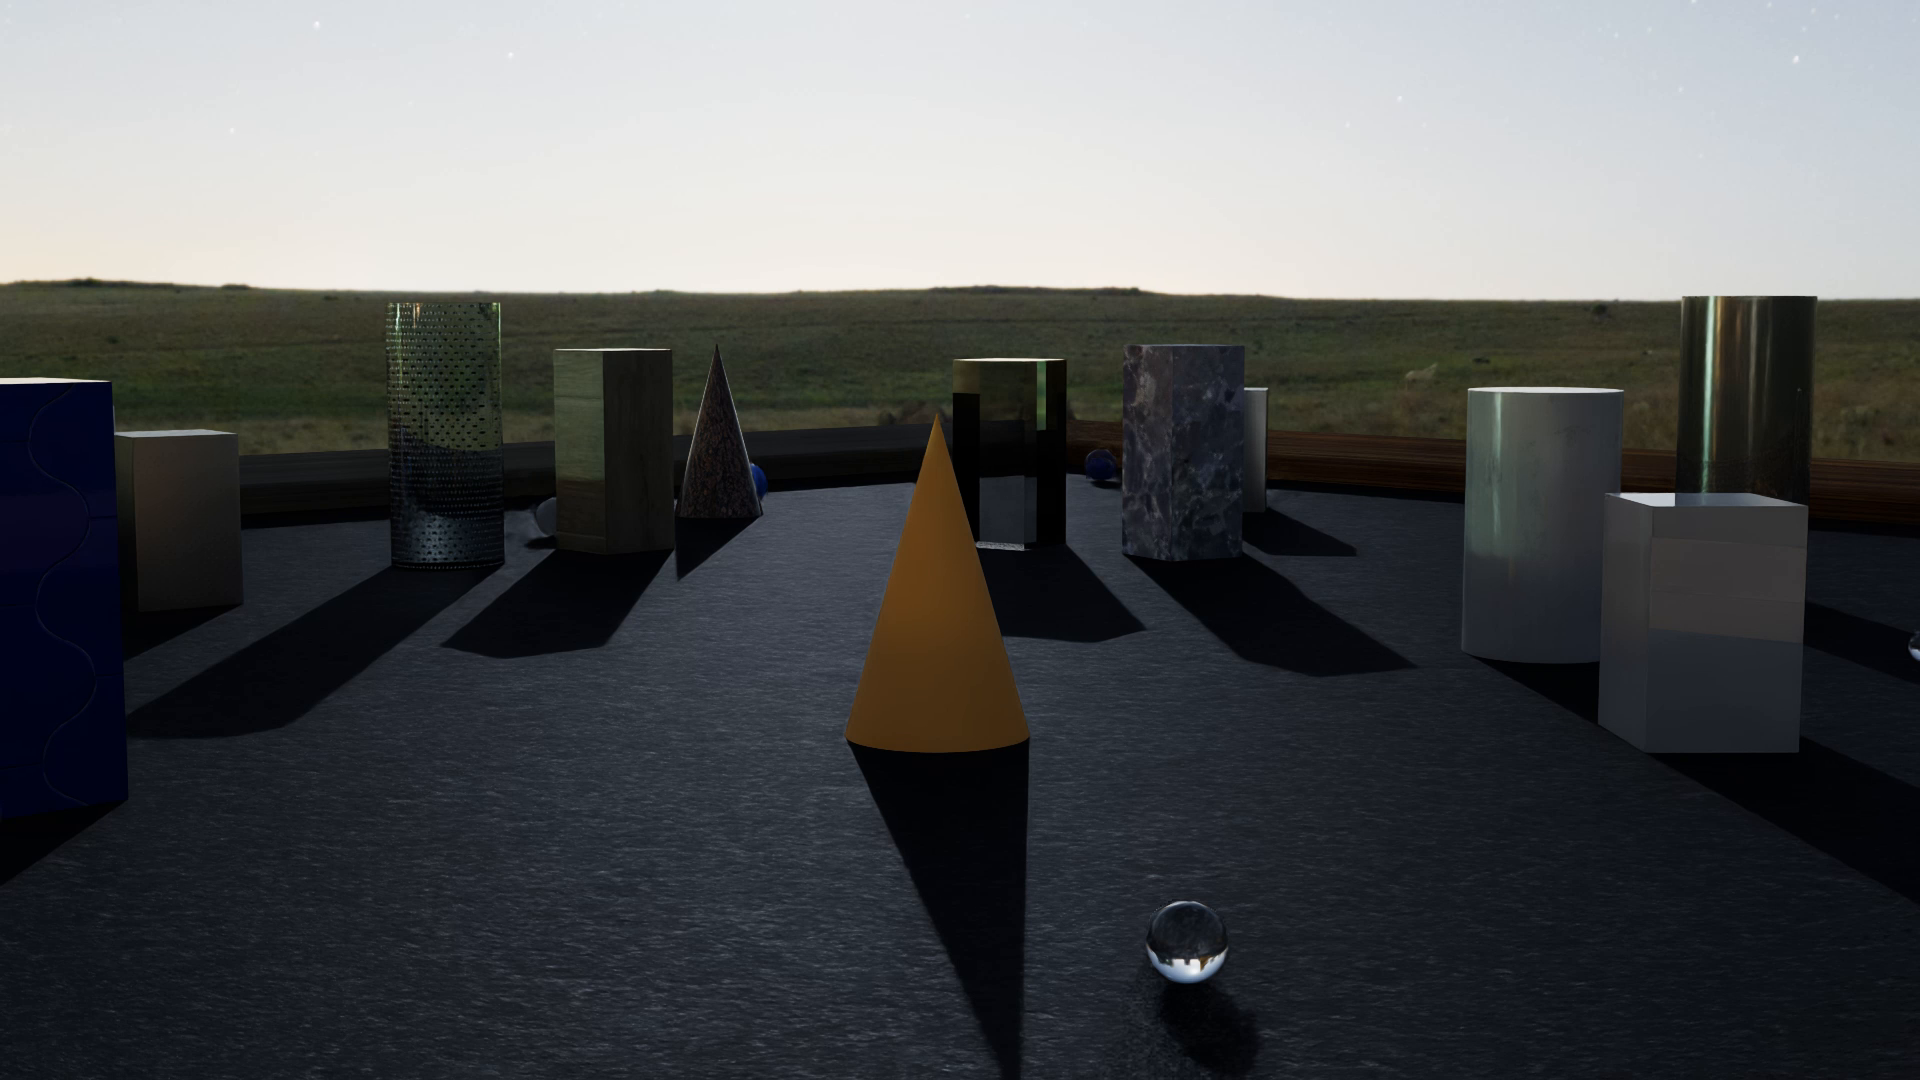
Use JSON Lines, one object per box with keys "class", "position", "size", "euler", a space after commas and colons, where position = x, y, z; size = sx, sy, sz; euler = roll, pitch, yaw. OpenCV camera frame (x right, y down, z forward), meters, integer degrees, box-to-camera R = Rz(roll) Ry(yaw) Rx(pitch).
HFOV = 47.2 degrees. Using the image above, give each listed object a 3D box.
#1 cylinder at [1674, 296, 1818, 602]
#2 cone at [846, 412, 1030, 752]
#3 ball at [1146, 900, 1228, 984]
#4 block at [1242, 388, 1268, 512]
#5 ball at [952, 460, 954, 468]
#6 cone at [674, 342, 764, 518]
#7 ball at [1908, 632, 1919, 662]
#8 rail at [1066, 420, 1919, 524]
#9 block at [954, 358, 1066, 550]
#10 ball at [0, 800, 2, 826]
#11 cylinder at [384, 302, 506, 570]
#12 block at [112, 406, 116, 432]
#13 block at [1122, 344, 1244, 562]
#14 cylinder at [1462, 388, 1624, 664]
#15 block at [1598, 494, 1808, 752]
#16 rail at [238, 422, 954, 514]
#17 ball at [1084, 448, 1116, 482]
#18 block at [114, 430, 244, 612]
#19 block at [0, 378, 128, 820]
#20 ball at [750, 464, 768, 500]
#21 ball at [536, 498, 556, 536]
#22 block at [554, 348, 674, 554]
{"class": "cylinder", "position": [1.199, -0.140, 3.365], "size": [0.195, 0.465, 0.195], "euler": [0, 6, 0]}
{"class": "cone", "position": [-0.024, 0.036, 2.298], "size": [0.195, 0.339, 0.195], "euler": [0, 6, 0]}
{"class": "ball", "position": [0.151, 0.267, 1.458], "size": [0.054, 0.054, 0.054], "euler": [0, 6, 0]}
{"class": "block", "position": [0.607, -0.203, 4.917], "size": [0.156, 0.269, 0.156], "euler": [1, 6, 10]}
{"class": "ball", "position": [0.005, -0.190, 5.800], "size": [0.059, 0.059, 0.059], "euler": [0, 6, 0]}
{"class": "cone", "position": [-0.527, -0.243, 4.783], "size": [0.195, 0.375, 0.195], "euler": [0, 6, 0]}
{"class": "ball", "position": [1.222, 0.135, 2.781], "size": [0.042, 0.042, 0.042], "euler": [0, 6, 0]}
{"class": "rail", "position": [1.668, -0.127, 4.863], "size": [0.045, 0.127, 4.278], "euler": [-5, 8, -42]}
{"class": "block", "position": [0.095, -0.166, 4.164], "size": [0.156, 0.351, 0.156], "euler": [4, 7, 32]}
{"class": "ball", "position": [-0.806, 0.217, 1.730], "size": [0.098, 0.098, 0.098], "euler": [0, 6, 0]}
{"class": "cylinder", "position": [-0.896, -0.184, 3.832], "size": [0.195, 0.456, 0.195], "euler": [0, 6, 0]}
{"class": "block", "position": [-1.482, -0.077, 3.648], "size": [0.156, 0.282, 0.156], "euler": [-2, 6, -20]}
{"class": "block", "position": [0.403, -0.162, 3.985], "size": [0.156, 0.381, 0.156], "euler": [-3, 7, -29]}
{"class": "cylinder", "position": [0.755, -0.024, 2.853], "size": [0.195, 0.341, 0.195], "euler": [0, 6, 0]}
{"class": "block", "position": [0.767, 0.082, 2.282], "size": [0.156, 0.249, 0.156], "euler": [0, 6, -1]}
{"class": "rail", "position": [-1.435, -0.129, 4.878], "size": [4.586, 0.127, 0.045], "euler": [-5, 8, -42]}
{"class": "ball", "position": [0.366, -0.196, 5.729], "size": [0.084, 0.084, 0.084], "euler": [0, 6, 0]}
{"class": "block", "position": [-1.198, -0.033, 3.342], "size": [0.156, 0.258, 0.156], "euler": [-5, 8, -37]}
{"class": "block", "position": [-0.869, 0.047, 1.988], "size": [0.156, 0.380, 0.156], "euler": [-6, 8, -44]}
{"class": "ball", "position": [-0.488, -0.128, 5.025], "size": [0.097, 0.097, 0.097], "euler": [0, 6, 0]}
{"class": "ball", "position": [-0.797, -0.045, 4.329], "size": [0.076, 0.076, 0.076], "euler": [0, 6, 0]}
{"class": "block", "position": [-0.644, -0.169, 4.096], "size": [0.156, 0.371, 0.156], "euler": [-6, 8, -44]}
